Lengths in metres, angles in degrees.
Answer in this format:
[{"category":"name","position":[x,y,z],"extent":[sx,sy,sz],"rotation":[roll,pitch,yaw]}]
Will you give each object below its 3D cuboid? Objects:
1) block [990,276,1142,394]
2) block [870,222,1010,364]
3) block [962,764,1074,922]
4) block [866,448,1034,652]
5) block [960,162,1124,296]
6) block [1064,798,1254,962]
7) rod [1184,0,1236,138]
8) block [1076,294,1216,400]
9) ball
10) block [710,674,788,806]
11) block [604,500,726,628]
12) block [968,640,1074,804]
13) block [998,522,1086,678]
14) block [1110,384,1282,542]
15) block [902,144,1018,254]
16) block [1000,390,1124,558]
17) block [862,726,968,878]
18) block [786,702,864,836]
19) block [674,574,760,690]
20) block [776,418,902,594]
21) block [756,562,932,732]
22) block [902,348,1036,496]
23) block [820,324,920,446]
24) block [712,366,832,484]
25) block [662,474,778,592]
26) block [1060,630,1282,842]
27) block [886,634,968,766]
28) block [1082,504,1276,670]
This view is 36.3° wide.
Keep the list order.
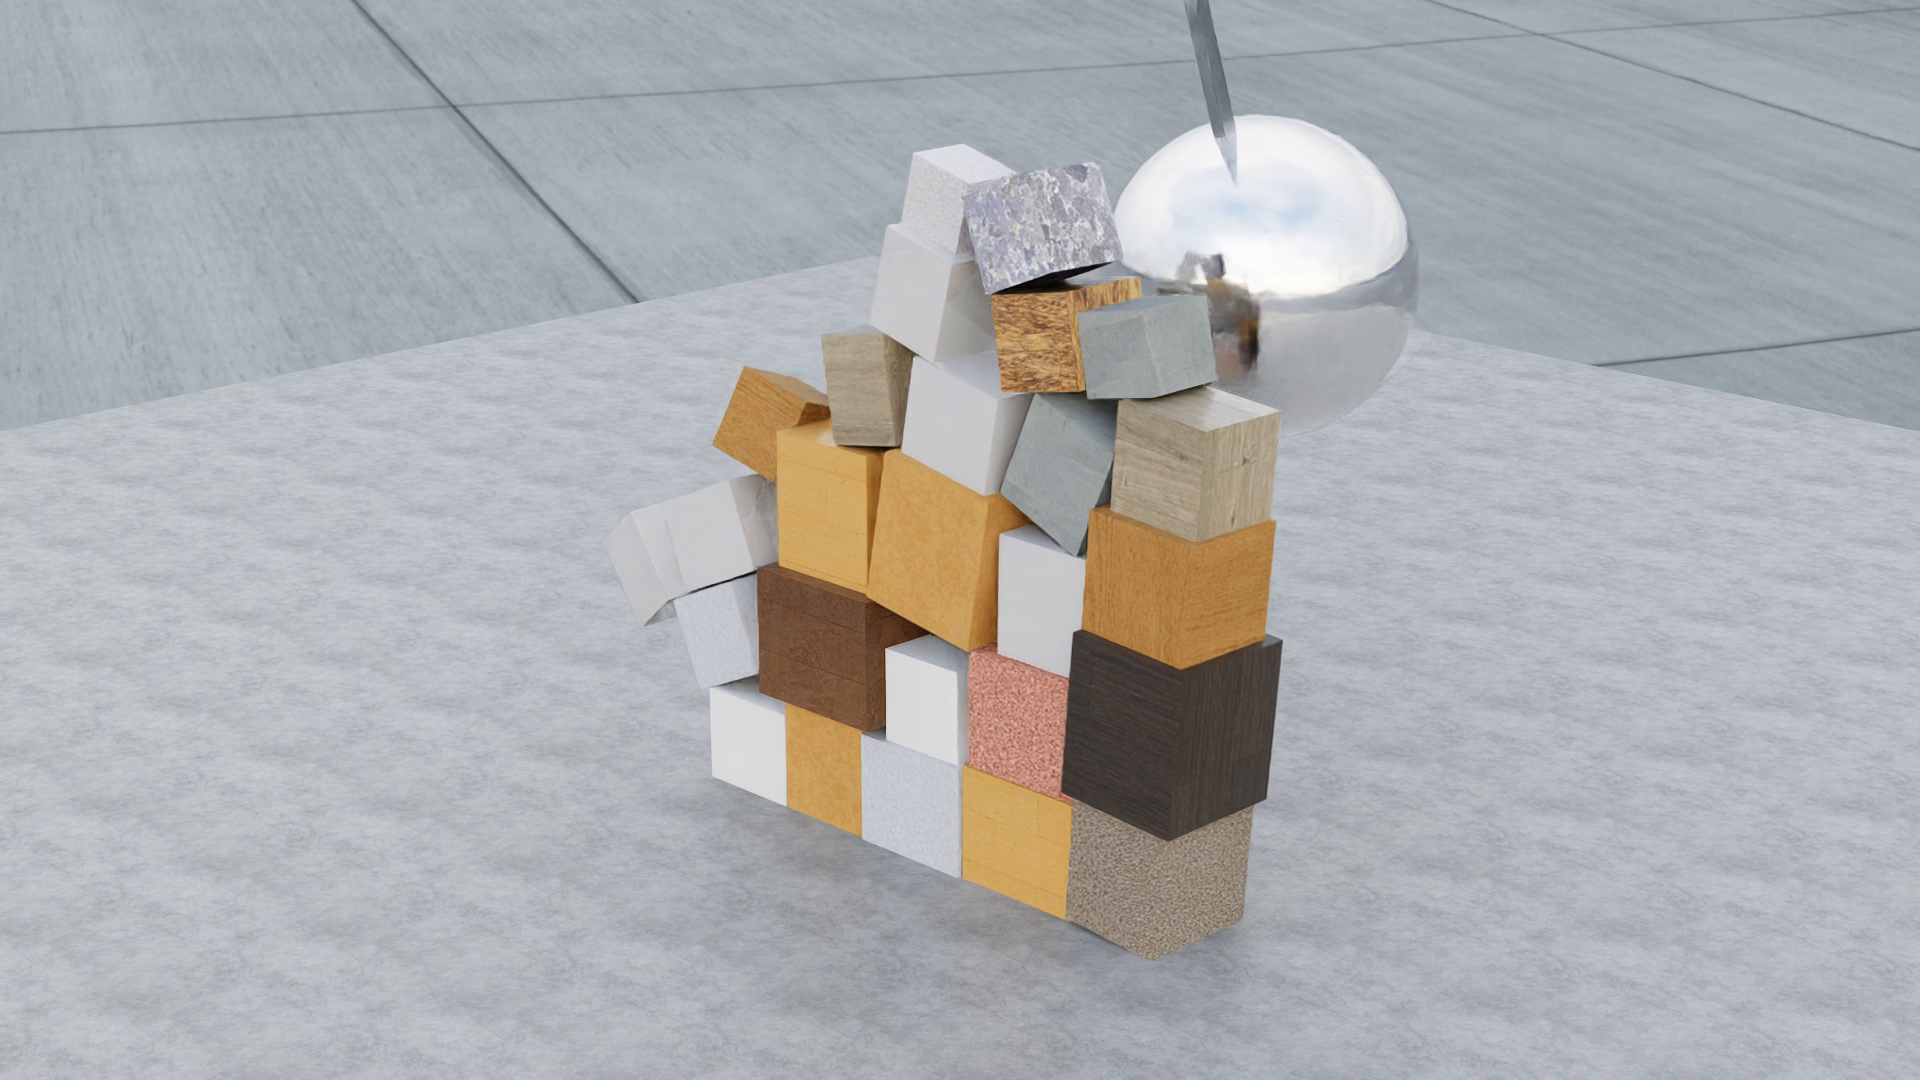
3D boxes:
[{"category":"block","position":[0.477,-0.883,12.603],"extent":[0.429,0.424,0.488],"rotation":[2,13,44]},{"category":"block","position":[-0.052,-1.130,13.057],"extent":[0.469,0.479,0.430],"rotation":[-16,39,-41]},{"category":"block","position":[0.455,1.292,13.305],"extent":[0.673,0.554,0.583],"rotation":[17,24,42]},{"category":"block","position":[0.045,-0.014,13.265],"extent":[0.637,0.726,0.579],"rotation":[27,31,36]},{"category":"block","position":[0.354,-1.340,12.605],"extent":[0.450,0.434,0.417],"rotation":[-15,0,-43]},{"category":"block","position":[0.874,1.393,12.851],"extent":[0.607,0.598,0.515],"rotation":[-17,29,-42]},{"category":"rod","position":[0.636,-4.088,12.723],"extent":[0.080,5.200,0.080],"rotation":[17,44,42]},{"category":"block","position":[0.786,-0.814,12.346],"extent":[0.364,0.367,0.418],"rotation":[2,13,44]},{"category":"ball","position":[1.467,-1.294,14.473],"extent":[1.600,1.600,1.600],"rotation":[0,17,0]},{"category":"block","position":[-0.838,0.949,14.538],"extent":[0.569,0.472,0.549],"rotation":[-17,24,-42]},{"category":"block","position":[-1.442,0.093,14.892],"extent":[0.474,0.492,0.391],"rotation":[-17,-13,-33]},{"category":"block","position":[0.465,0.764,13.134],"extent":[0.645,0.556,0.563],"rotation":[17,24,42]},{"category":"block","position":[0.549,0.243,12.927],"extent":[0.534,0.560,0.542],"rotation":[-17,24,-42]},{"category":"block","position":[0.980,-0.331,12.236],"extent":[0.470,0.482,0.484],"rotation":[-16,28,-42]},{"category":"block","position":[-0.002,-1.506,12.907],"extent":[0.312,0.331,0.353],"rotation":[-18,39,-42]},{"category":"block","position":[0.571,-0.324,12.672],"extent":[0.461,0.530,0.497],"rotation":[-16,46,-43]},{"category":"block","position":[-0.041,1.167,13.743],"extent":[0.555,0.532,0.636],"rotation":[-17,24,-42]},{"category":"block","position":[-0.461,1.010,14.136],"extent":[0.529,0.596,0.535],"rotation":[-17,24,-42]},{"category":"block","position":[-1.004,0.413,14.528],"extent":[0.534,0.466,0.512],"rotation":[-17,0,-40]},{"category":"block","position":[-0.448,-0.186,13.752],"extent":[0.609,0.658,0.545],"rotation":[17,24,42]},{"category":"block","position":[-0.438,0.432,13.933],"extent":[0.728,0.630,0.745],"rotation":[-17,24,-42]},{"category":"block","position":[0.119,-0.548,13.021],"extent":[0.474,0.458,0.536],"rotation":[-16,34,-42]},{"category":"block","position":[-0.289,-0.728,13.421],"extent":[0.487,0.510,0.415],"rotation":[-16,14,-42]},{"category":"block","position":[-0.839,-0.531,14.068],"extent":[0.447,0.416,0.386],"rotation":[30,12,36]},{"category":"block","position":[-1.056,-0.061,14.473],"extent":[0.525,0.457,0.521],"rotation":[-17,-2,44]},{"category":"block","position":[0.908,0.760,12.616],"extent":[0.617,0.752,0.658],"rotation":[22,27,40]},{"category":"block","position":[-0.015,0.713,13.553],"extent":[0.460,0.448,0.466],"rotation":[-17,24,-42]},{"category":"block","position":[0.923,0.147,12.409],"extent":[0.565,0.541,0.543],"rotation":[22,28,40]}]
